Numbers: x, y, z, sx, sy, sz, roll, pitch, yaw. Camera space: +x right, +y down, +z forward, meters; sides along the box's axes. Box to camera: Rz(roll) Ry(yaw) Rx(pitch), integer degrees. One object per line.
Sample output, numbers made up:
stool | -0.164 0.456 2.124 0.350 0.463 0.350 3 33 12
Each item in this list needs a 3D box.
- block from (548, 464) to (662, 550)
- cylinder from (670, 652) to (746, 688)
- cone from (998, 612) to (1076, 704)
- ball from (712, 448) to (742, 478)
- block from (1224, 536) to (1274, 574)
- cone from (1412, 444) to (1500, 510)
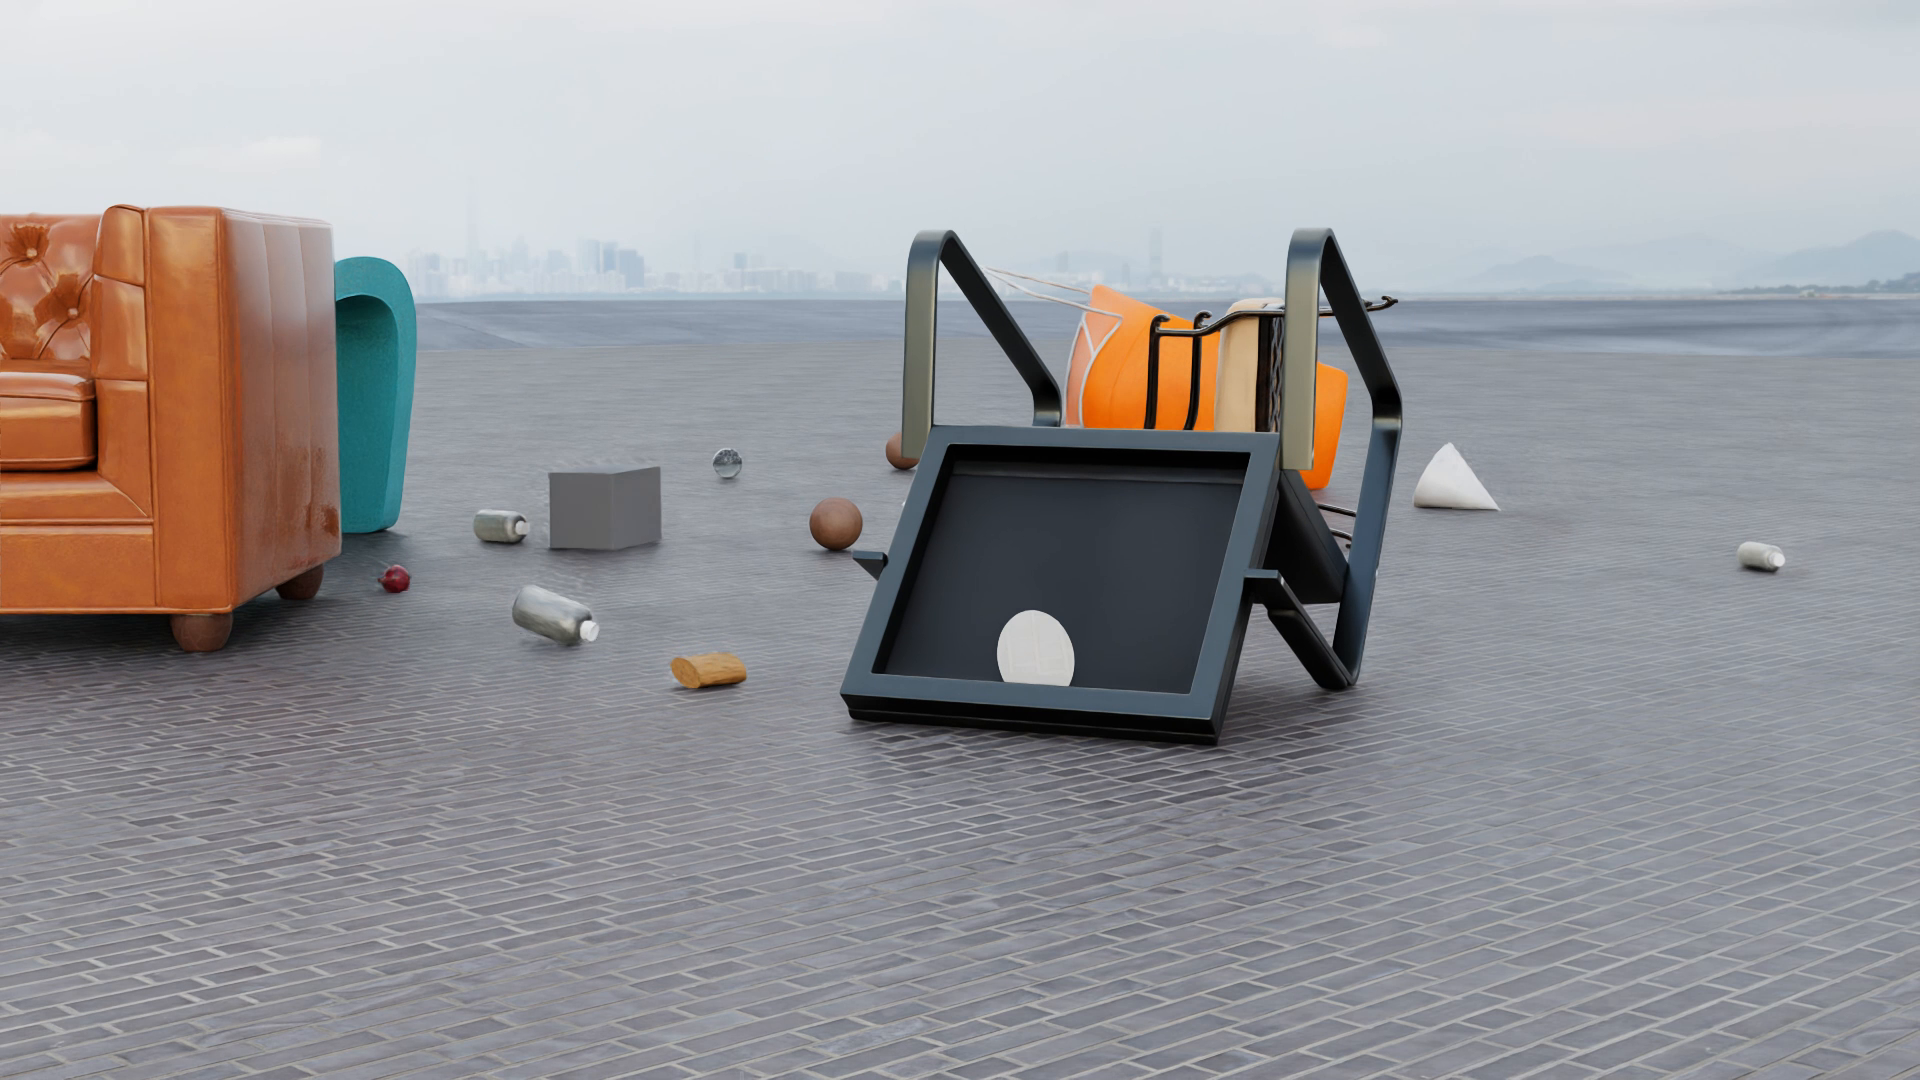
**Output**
block | -0.871 -0.082 6.310 0.170 0.185 0.271 2 6 18
cylinder | -0.406 0.210 4.147 0.093 0.043 0.082 -6 24 -43
cone | 0.124 0.162 3.736 0.119 0.140 0.076 3 13 21
ball | -0.759 -0.252 8.380 0.098 0.098 0.098 0 6 0
block | 0.643 0.035 5.714 0.076 0.073 0.085 5 8 39
cone | 1.434 -0.134 7.261 0.223 0.211 0.180 31 -13 25
